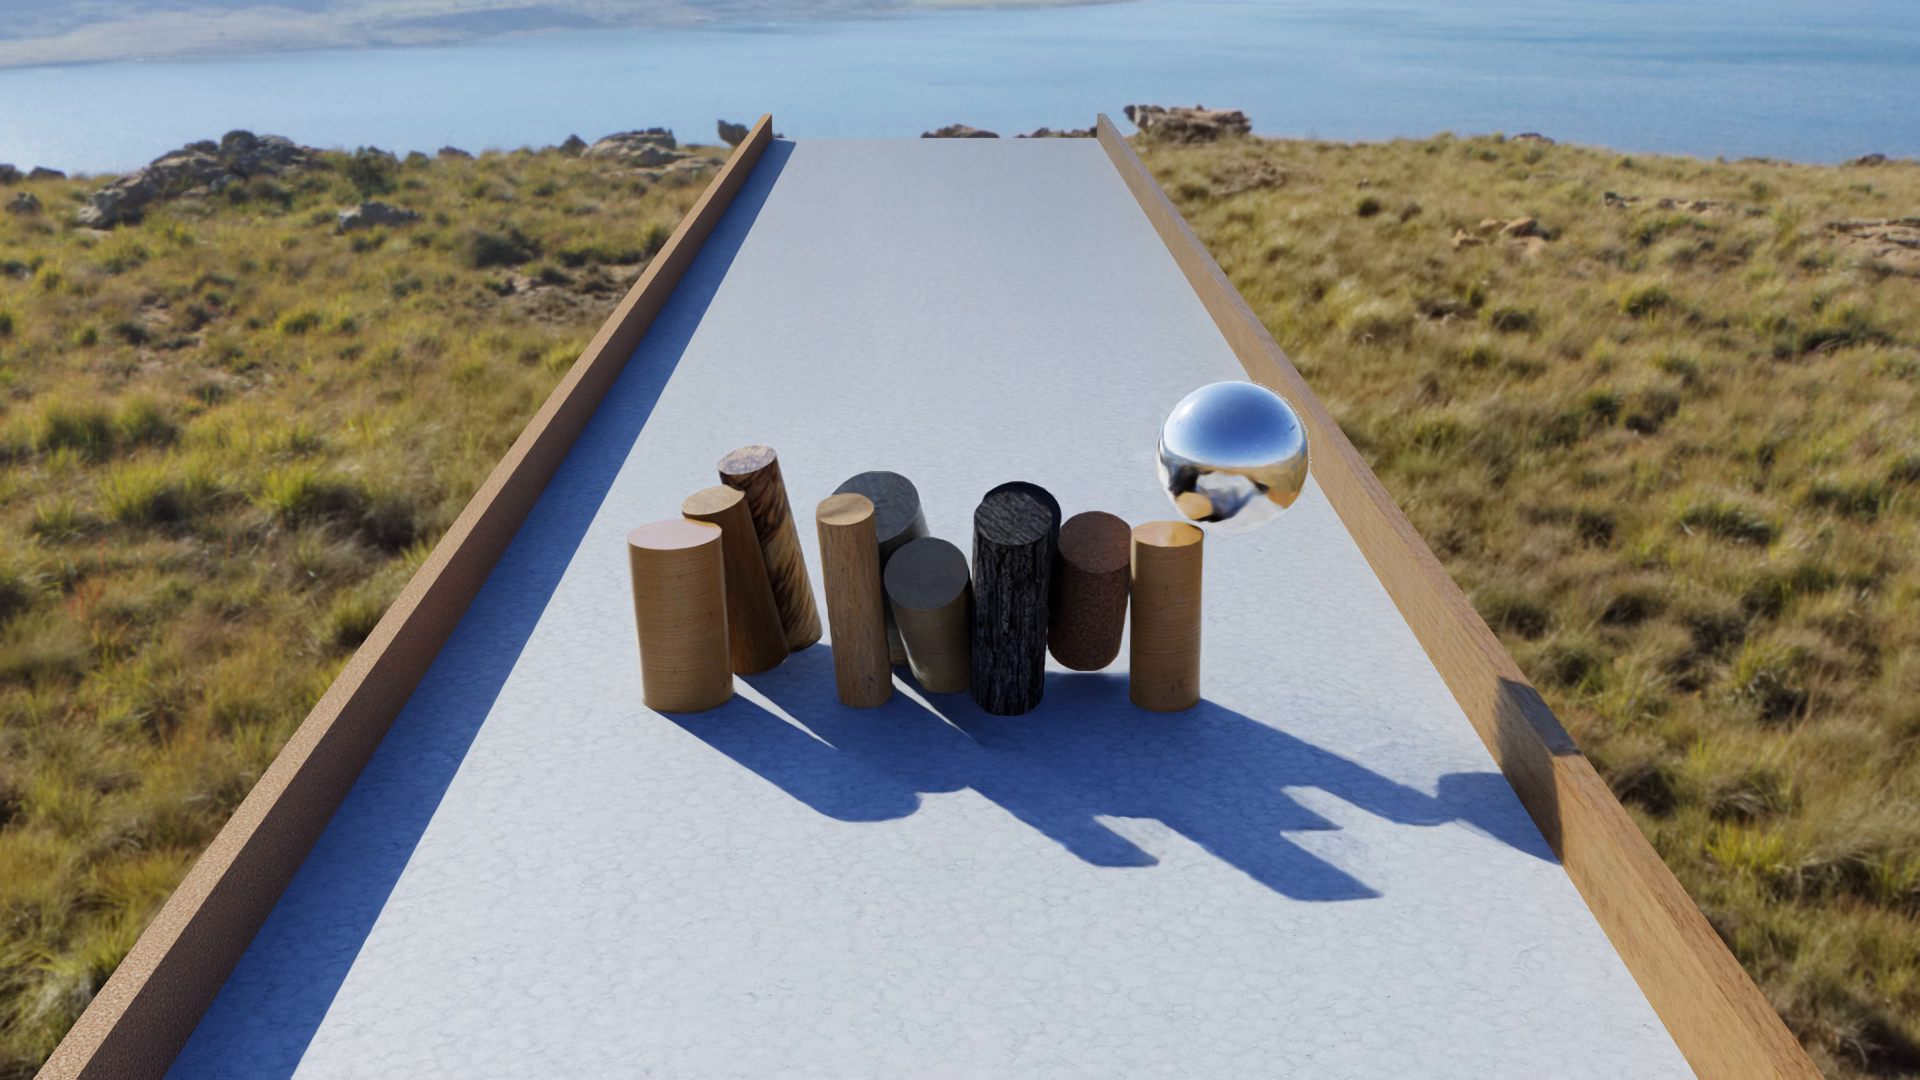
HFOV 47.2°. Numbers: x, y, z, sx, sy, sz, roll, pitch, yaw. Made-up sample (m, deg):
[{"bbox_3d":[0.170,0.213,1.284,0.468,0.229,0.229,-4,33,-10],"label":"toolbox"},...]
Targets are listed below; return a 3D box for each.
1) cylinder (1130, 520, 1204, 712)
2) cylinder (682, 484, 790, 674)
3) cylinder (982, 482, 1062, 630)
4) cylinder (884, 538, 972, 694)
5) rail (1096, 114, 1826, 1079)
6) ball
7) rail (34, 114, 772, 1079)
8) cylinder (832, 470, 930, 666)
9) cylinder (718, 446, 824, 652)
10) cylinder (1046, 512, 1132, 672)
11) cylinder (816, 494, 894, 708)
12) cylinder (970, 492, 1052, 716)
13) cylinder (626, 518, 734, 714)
[{"bbox_3d":[0.387,0.144,4.136,0.134,0.336,0.134,-1,21,0],"label":"cylinder"},{"bbox_3d":[-0.438,0.079,4.302,0.126,0.355,0.126,-11,25,5],"label":"cylinder"},{"bbox_3d":[0.102,0.076,4.225,0.154,0.419,0.154,1,54,-2],"label":"cylinder"},{"bbox_3d":[-0.041,0.146,4.138,0.156,0.319,0.156,-4,57,6],"label":"cylinder"},{"bbox_3d":[0.932,-0.844,7.801,0.050,0.150,12.000,0,17,-1],"label":"rail"},{"bbox_3d":[0.511,-0.155,4.133,0.289,0.289,0.289,0,17,0],"label":"ball"},{"bbox_3d":[-1.118,-0.838,7.780,0.050,0.150,12.000,0,17,-1],"label":"rail"},{"bbox_3d":[-0.131,0.060,4.280,0.179,0.396,0.179,-6,51,8],"label":"cylinder"},{"bbox_3d":[-0.377,0.021,4.400,0.118,0.415,0.118,-10,29,5],"label":"cylinder"},{"bbox_3d":[0.253,0.102,4.267,0.150,0.319,0.150,1,52,-1],"label":"cylinder"},{"bbox_3d":[-0.194,0.116,4.088,0.107,0.414,0.107,-3,34,2],"label":"cylinder"},{"bbox_3d":[0.091,0.122,4.016,0.139,0.443,0.139,0,44,0],"label":"cylinder"},{"bbox_3d":[-0.527,0.143,4.157,0.177,0.327,0.177,-2,19,1],"label":"cylinder"}]
